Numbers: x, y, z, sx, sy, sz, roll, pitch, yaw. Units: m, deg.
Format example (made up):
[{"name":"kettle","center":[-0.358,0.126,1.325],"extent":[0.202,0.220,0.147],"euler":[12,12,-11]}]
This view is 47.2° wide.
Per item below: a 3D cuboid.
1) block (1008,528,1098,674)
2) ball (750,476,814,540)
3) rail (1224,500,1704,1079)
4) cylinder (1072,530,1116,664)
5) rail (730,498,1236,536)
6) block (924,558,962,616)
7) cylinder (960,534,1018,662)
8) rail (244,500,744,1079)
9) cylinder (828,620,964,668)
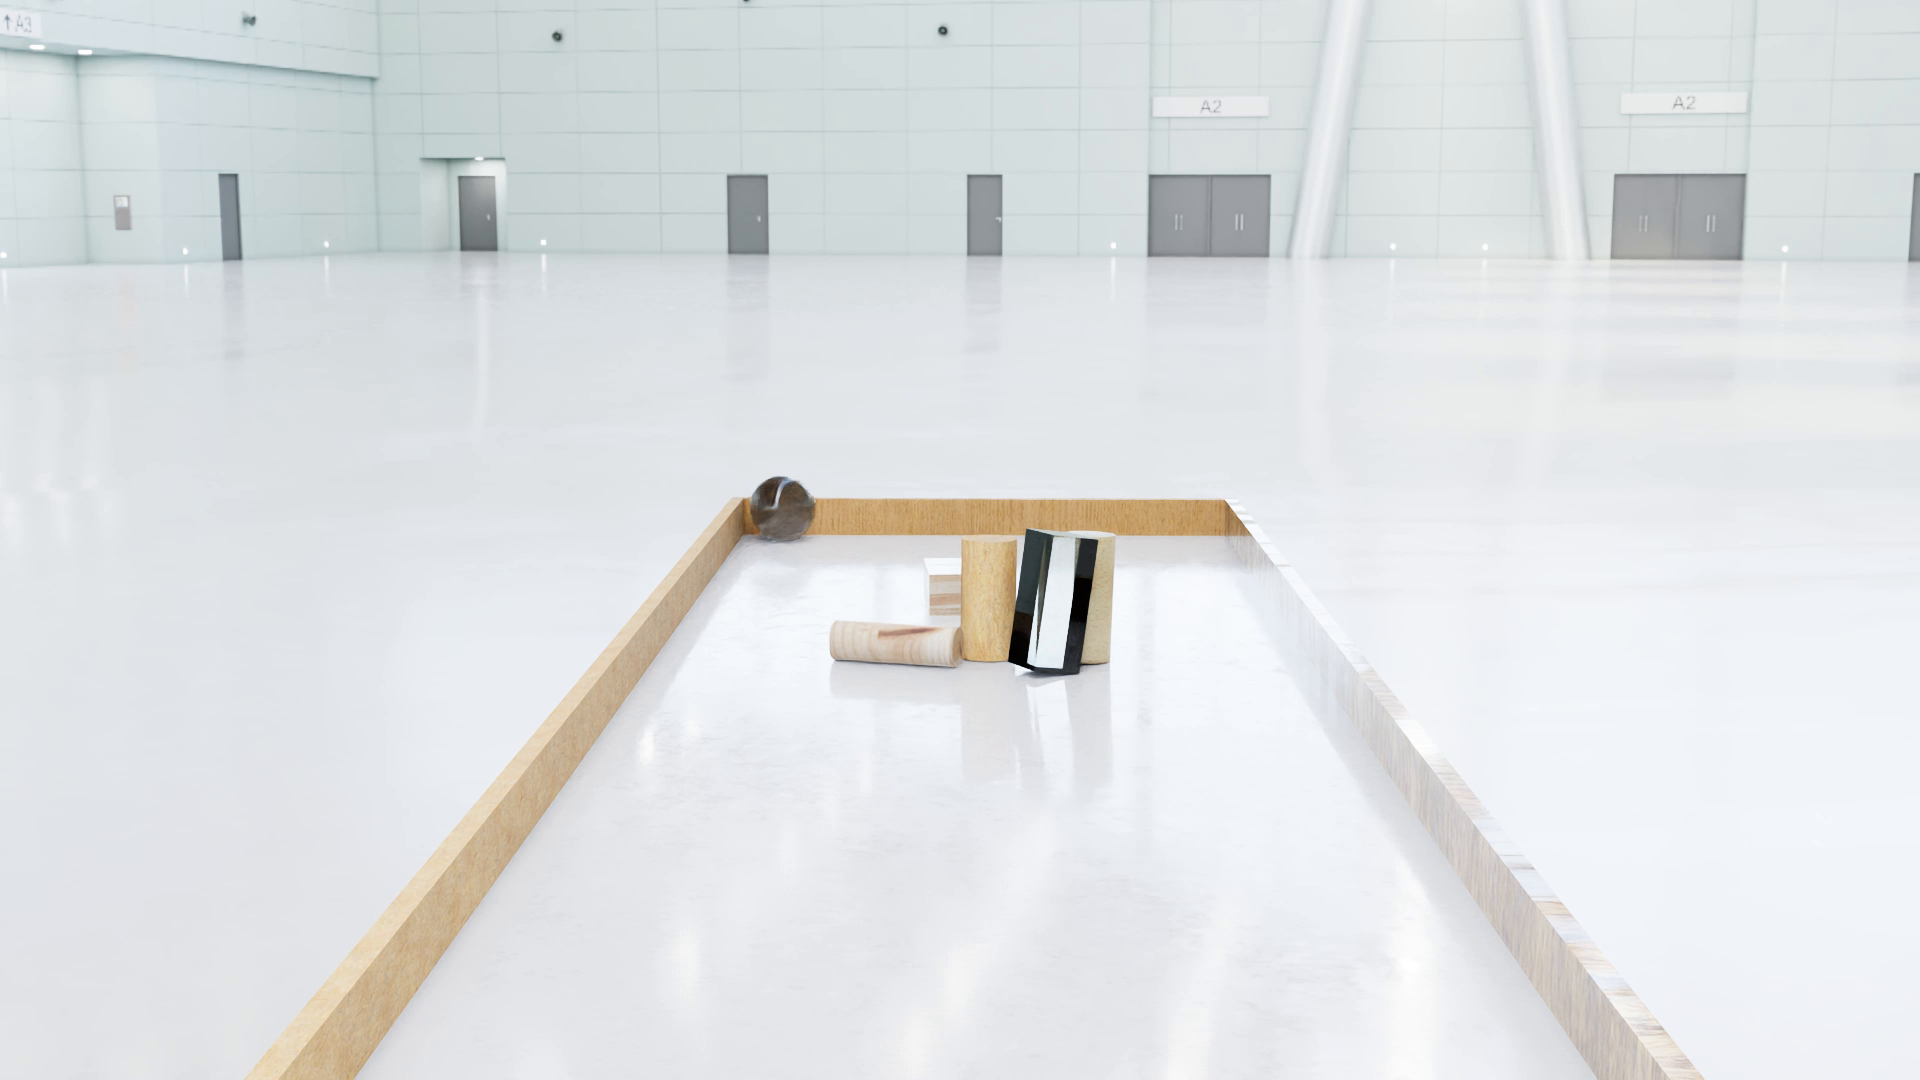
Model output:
[{"name":"block","center":[0.275,0.181,6.515],"extent":[0.156,0.404,0.156],"euler":[5,5,-30]},{"name":"ball","center":[-0.730,-0.131,8.994],"extent":[0.264,0.264,0.264],"euler":[0,9,0]},{"name":"rail","center":[1.046,0.843,3.208],"extent":[0.050,0.150,12.000],"euler":[0,9,1]},{"name":"cylinder","center":[0.388,0.172,6.674],"extent":[0.155,0.384,0.155],"euler":[2,7,0]},{"name":"rail","center":[0.099,-0.098,9.147],"extent":[2.100,0.150,0.050],"euler":[0,9,1]},{"name":"block","center":[-0.044,0.159,7.552],"extent":[0.142,0.142,0.323],"euler":[-1,9,-4]},{"name":"cylinder","center":[0.087,0.176,6.720],"extent":[0.170,0.365,0.170],"euler":[1,8,0]},{"name":"rail","center":[-1.004,0.839,3.234],"extent":[0.050,0.150,12.000],"euler":[0,9,1]},{"name":"cylinder","center":[-0.192,0.312,6.652],"extent":[0.391,0.122,0.122],"euler":[3,9,17]}]
